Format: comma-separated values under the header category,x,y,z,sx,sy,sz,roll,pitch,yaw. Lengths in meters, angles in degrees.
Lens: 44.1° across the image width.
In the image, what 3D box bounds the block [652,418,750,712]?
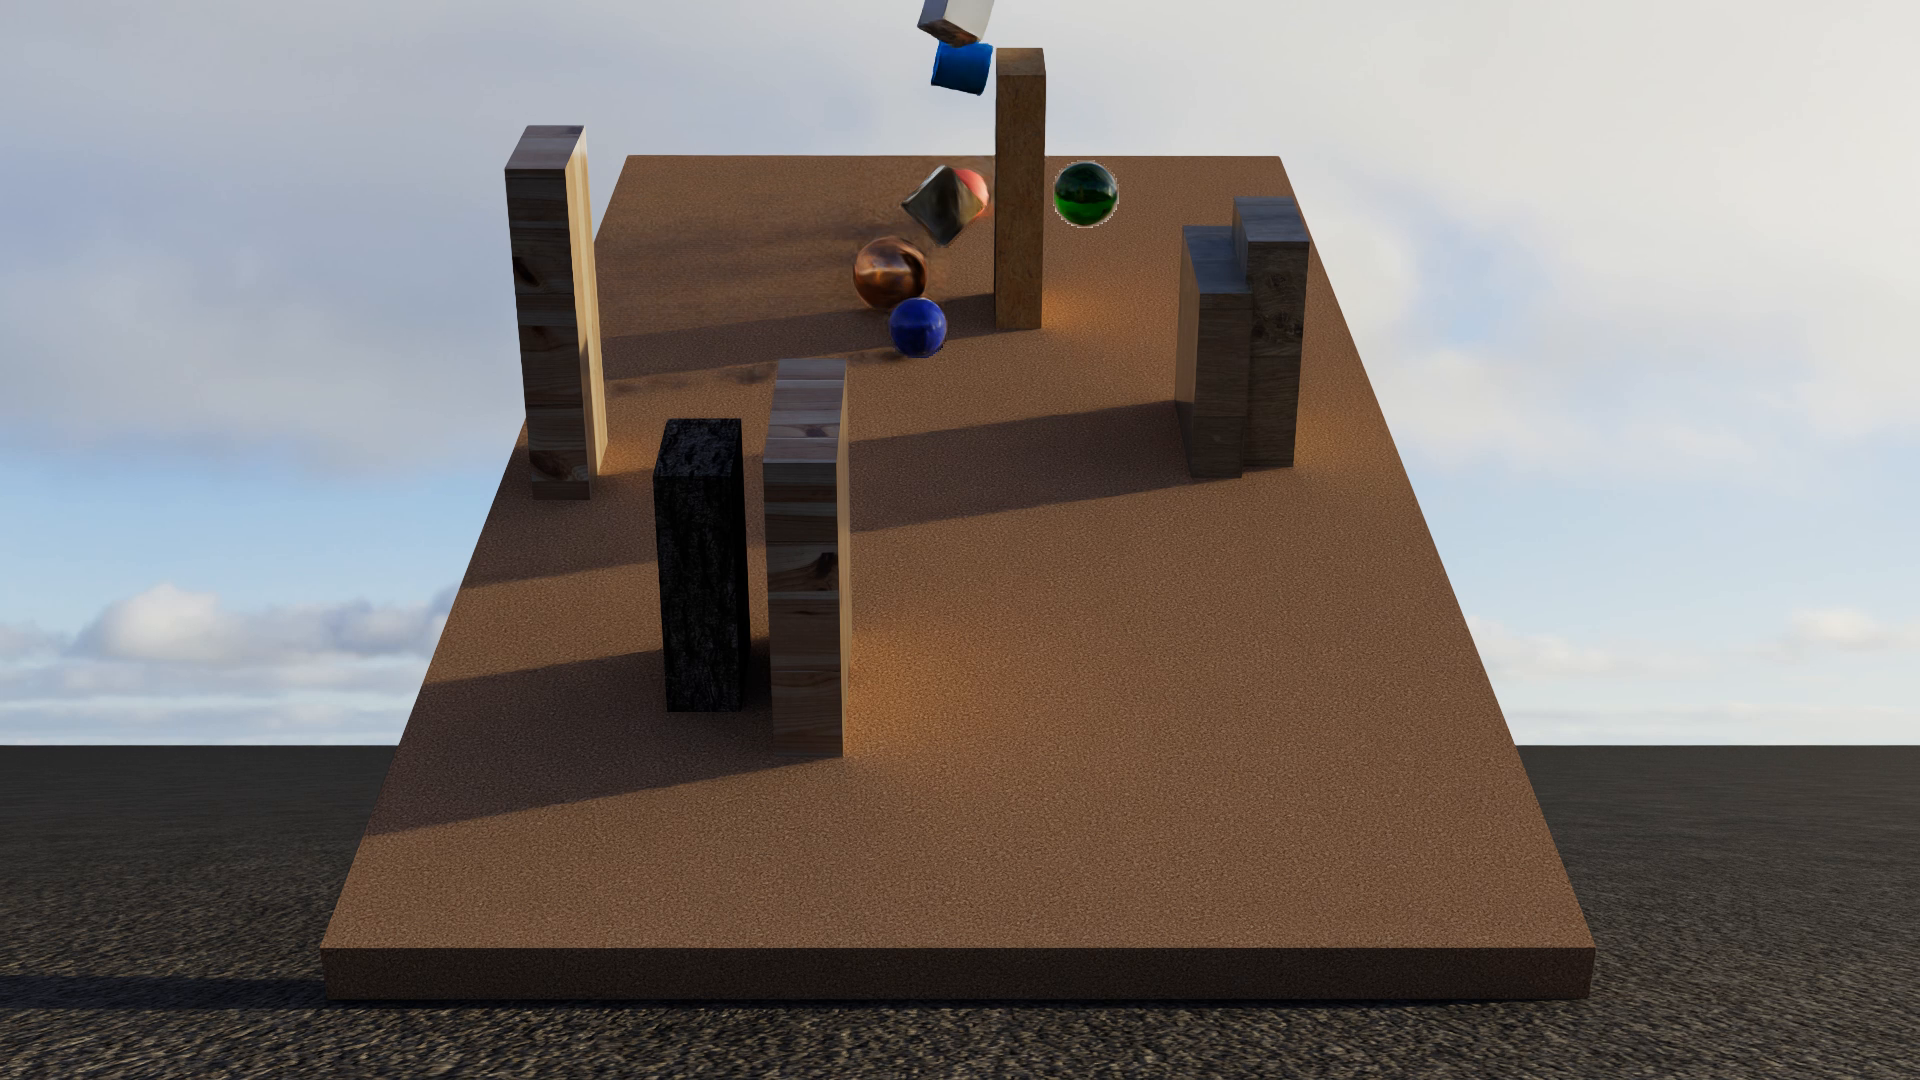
category,x,y,z,sx,sy,sz,roll,pitch,yaw
block,-0.469,0.046,4.347,0.135,0.479,0.245,0,27,0

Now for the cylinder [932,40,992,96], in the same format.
category,x,y,z,sx,sy,sz,roll,pitch,yaw
cylinder,0.005,-1.451,7.243,0.155,0.155,0.155,11,-6,-7

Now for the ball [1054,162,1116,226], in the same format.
category,x,y,z,sx,sy,sz,roll,pitch,yaw
ball,0.349,-0.965,6.604,0.175,0.175,0.175,0,-5,0

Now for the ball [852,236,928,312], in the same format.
category,x,y,z,sx,sy,sz,roll,pitch,yaw
ball,-0.179,-0.683,6.091,0.192,0.192,0.192,0,-5,0

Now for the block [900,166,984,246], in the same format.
category,x,y,z,sx,sy,sz,roll,pitch,yaw
block,-0.048,-0.910,6.450,0.151,0.151,0.151,46,-1,-11

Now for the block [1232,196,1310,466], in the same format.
category,x,y,z,sx,sy,sz,roll,pitch,yaw
block,0.678,-0.466,5.301,0.130,0.530,0.293,0,27,0

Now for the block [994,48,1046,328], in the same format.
category,x,y,z,sx,sy,sz,roll,pitch,yaw
block,0.149,-0.885,5.980,0.117,0.656,0.249,0,27,0

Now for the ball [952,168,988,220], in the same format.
category,x,y,z,sx,sy,sz,roll,pitch,yaw
ball,0.006,-0.976,6.716,0.147,0.147,0.147,0,-5,0

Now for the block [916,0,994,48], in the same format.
category,x,y,z,sx,sy,sz,roll,pitch,yaw
block,-0.010,-1.522,6.829,0.142,0.142,0.142,23,-12,-31

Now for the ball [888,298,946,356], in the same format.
category,x,y,z,sx,sy,sz,roll,pitch,yaw
ball,-0.105,-0.525,5.836,0.144,0.144,0.144,0,-5,0

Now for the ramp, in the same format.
category,x,y,z,sx,sy,sz,roll,pitch,yaw
ramp,-0.011,-0.226,5.520,2.000,0.100,4.000,0,27,0

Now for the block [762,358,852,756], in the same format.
category,x,y,z,sx,sy,sz,roll,pitch,yaw
block,-0.269,0.026,4.281,0.123,0.576,0.448,0,27,0

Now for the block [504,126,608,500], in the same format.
category,x,y,z,sx,sy,sz,roll,pitch,yaw
block,-0.861,-0.486,5.094,0.123,0.744,0.296,0,27,0

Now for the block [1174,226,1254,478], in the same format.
category,x,y,z,sx,sy,sz,roll,pitch,yaw
block,0.566,-0.428,5.332,0.114,0.434,0.429,0,27,0
